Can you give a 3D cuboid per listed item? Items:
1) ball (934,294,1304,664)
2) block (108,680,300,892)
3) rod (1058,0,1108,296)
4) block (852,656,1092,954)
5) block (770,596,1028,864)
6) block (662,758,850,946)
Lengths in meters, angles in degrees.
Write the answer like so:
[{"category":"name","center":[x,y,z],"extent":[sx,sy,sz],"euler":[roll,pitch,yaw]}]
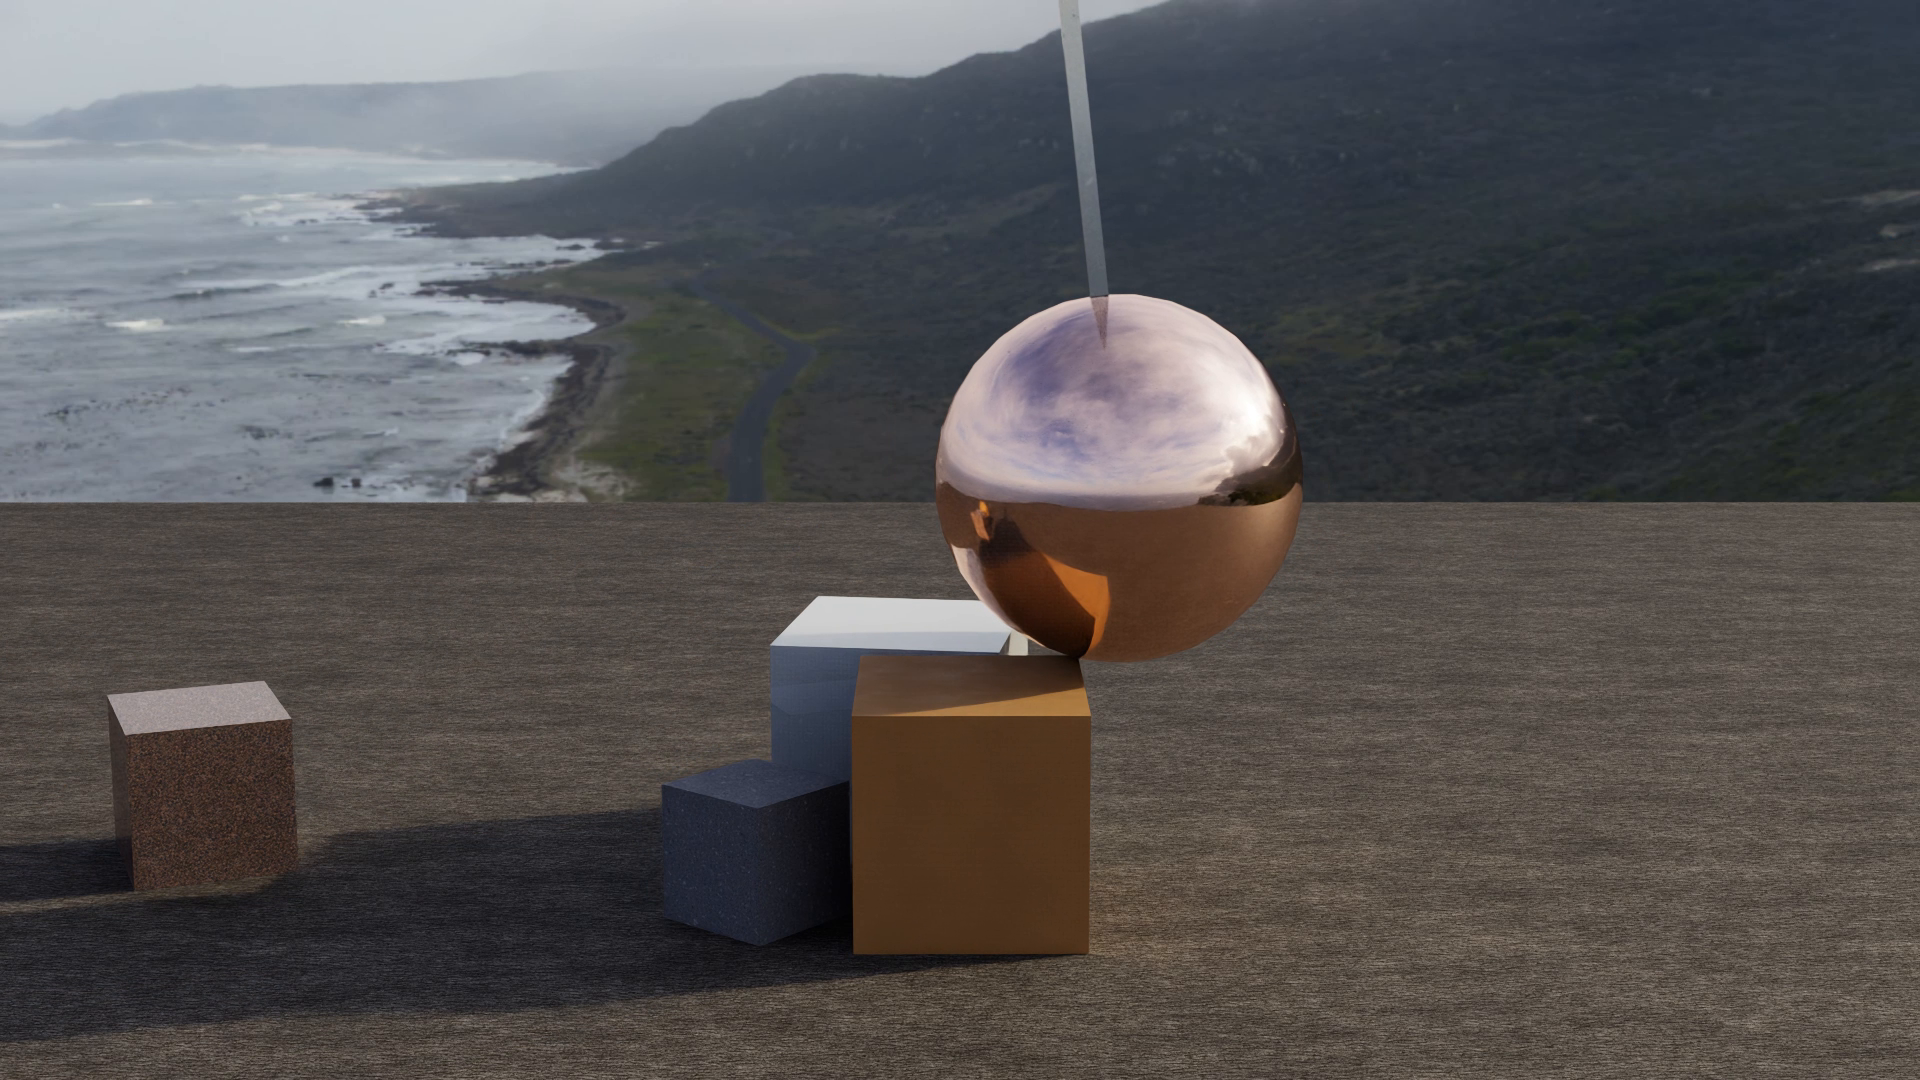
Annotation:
[{"category":"ball","center":[0.687,-0.267,11.132],"extent":[1.600,1.600,1.600],"euler":[0,10,0]},{"category":"block","center":[-3.425,1.094,11.587],"extent":[0.703,0.702,0.786],"euler":[-4,11,-23]},{"category":"rod","center":[0.298,-3.590,10.528],"extent":[0.080,5.200,0.080],"euler":[-6,10,1]},{"category":"block","center":[0.042,1.089,10.806],"extent":[0.951,0.990,1.080],"euler":[0,10,0]},{"category":"block","center":[-0.260,0.874,11.974],"extent":[1.029,0.996,1.102],"euler":[1,10,8]},{"category":"block","center":[-0.855,1.300,10.788],"extent":[0.562,0.582,0.546],"euler":[9,13,39]}]
